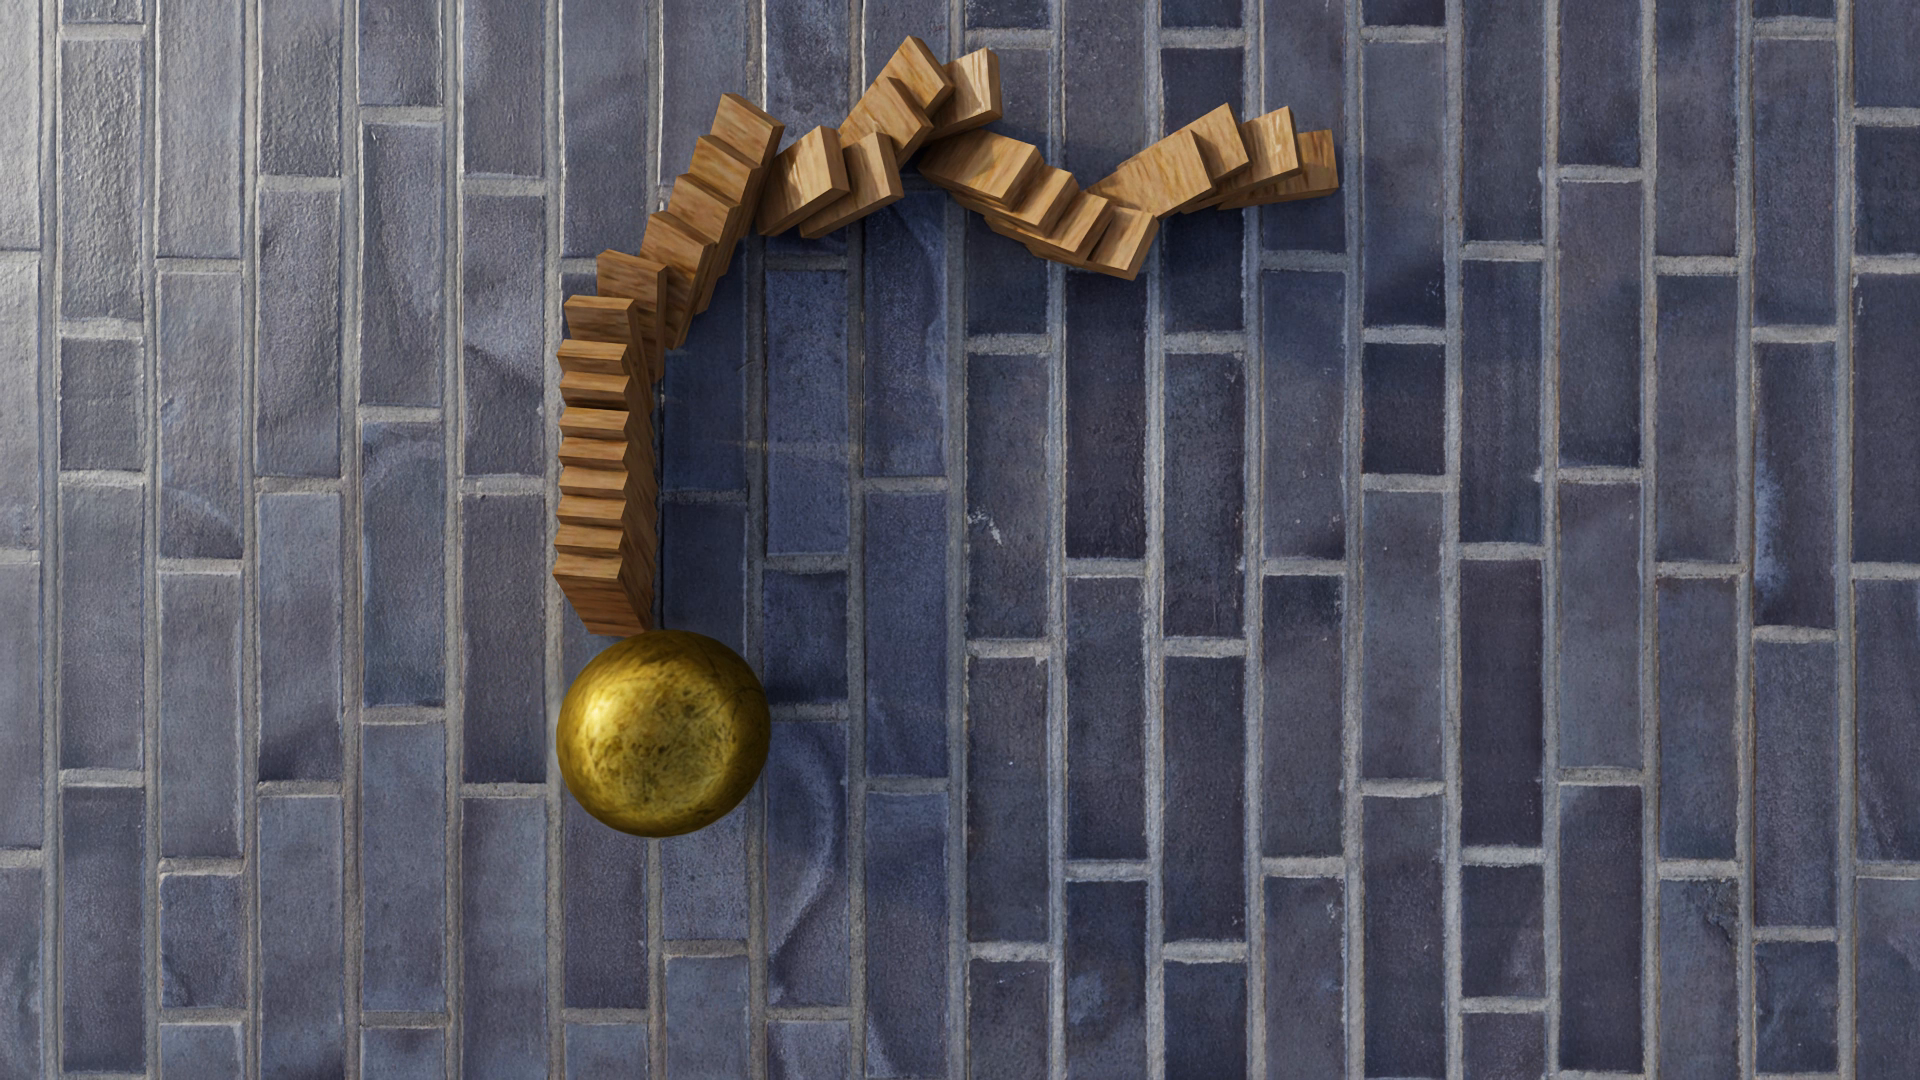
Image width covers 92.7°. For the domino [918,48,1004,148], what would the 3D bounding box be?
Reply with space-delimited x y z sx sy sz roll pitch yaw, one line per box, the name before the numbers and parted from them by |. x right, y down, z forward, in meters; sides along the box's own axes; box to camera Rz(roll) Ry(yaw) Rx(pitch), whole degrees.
domino | -0.007 -0.182 0.382 0.050 0.009 0.025 -4 90 33

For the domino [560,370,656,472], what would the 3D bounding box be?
domino | -0.144 -0.047 0.377 0.025 0.050 0.009 5 52 0

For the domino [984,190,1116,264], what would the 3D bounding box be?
domino | 0.037 -0.135 0.383 0.050 0.009 0.025 33 90 32

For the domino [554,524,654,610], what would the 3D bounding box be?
domino | -0.145 0.012 0.377 0.025 0.050 0.009 4 56 0

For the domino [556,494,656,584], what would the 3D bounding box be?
domino | -0.144 0.001 0.377 0.025 0.050 0.009 4 56 0

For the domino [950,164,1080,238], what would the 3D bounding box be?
domino | 0.022 -0.146 0.383 0.050 0.010 0.025 34 90 32

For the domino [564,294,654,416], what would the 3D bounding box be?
domino | -0.145 -0.075 0.380 0.025 0.010 0.050 4 130 1

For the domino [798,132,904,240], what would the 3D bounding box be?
domino | -0.048 -0.146 0.381 0.050 0.009 0.025 -11 95 35

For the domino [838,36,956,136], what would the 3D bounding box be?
domino | -0.027 -0.179 0.381 0.050 0.010 0.025 -38 85 36

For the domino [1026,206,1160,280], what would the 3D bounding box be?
domino | 0.055 -0.127 0.383 0.050 0.010 0.025 25 90 31

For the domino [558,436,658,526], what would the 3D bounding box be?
domino | -0.143 -0.022 0.377 0.025 0.050 0.009 4 56 0

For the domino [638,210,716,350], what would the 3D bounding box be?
domino | -0.122 -0.108 0.382 0.025 0.010 0.050 31 123 0

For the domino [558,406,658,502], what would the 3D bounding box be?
domino | -0.143 -0.033 0.377 0.025 0.050 0.010 5 56 0

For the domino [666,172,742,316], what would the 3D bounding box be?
domino | -0.111 -0.123 0.382 0.025 0.010 0.050 32 123 1

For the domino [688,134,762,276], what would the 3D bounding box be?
domino | -0.103 -0.138 0.382 0.025 0.009 0.050 33 123 2

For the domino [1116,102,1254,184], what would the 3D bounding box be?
domino | 0.093 -0.156 0.383 0.050 0.009 0.025 -20 90 32

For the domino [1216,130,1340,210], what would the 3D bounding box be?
domino | 0.135 -0.159 0.395 0.050 0.009 0.025 -8 90 0

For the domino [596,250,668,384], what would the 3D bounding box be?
domino | -0.137 -0.092 0.382 0.025 0.010 0.050 15 125 0

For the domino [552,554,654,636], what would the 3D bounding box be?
domino | -0.146 0.024 0.377 0.025 0.050 0.010 4 56 0

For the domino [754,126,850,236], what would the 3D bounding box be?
domino | -0.068 -0.148 0.380 0.050 0.010 0.025 -11 90 42

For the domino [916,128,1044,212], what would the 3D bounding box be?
domino | 0.008 -0.157 0.383 0.050 0.010 0.025 34 90 33

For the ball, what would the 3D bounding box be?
ball | -0.115 0.075 0.360 0.080 0.080 0.080 0 90 0

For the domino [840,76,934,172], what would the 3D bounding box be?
domino | -0.036 -0.162 0.381 0.050 0.010 0.025 -38 85 36

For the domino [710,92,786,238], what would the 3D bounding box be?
domino | -0.094 -0.155 0.381 0.025 0.009 0.050 34 123 4

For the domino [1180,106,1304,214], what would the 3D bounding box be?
domino | 0.114 -0.157 0.382 0.050 0.009 0.025 -10 89 33

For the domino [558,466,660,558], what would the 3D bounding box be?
domino | -0.143 -0.010 0.377 0.025 0.050 0.010 4 56 0

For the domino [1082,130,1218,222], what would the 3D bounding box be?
domino | 0.079 -0.146 0.383 0.050 0.009 0.025 -21 90 32

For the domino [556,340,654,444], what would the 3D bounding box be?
domino | -0.145 -0.059 0.377 0.025 0.050 0.009 5 52 0
